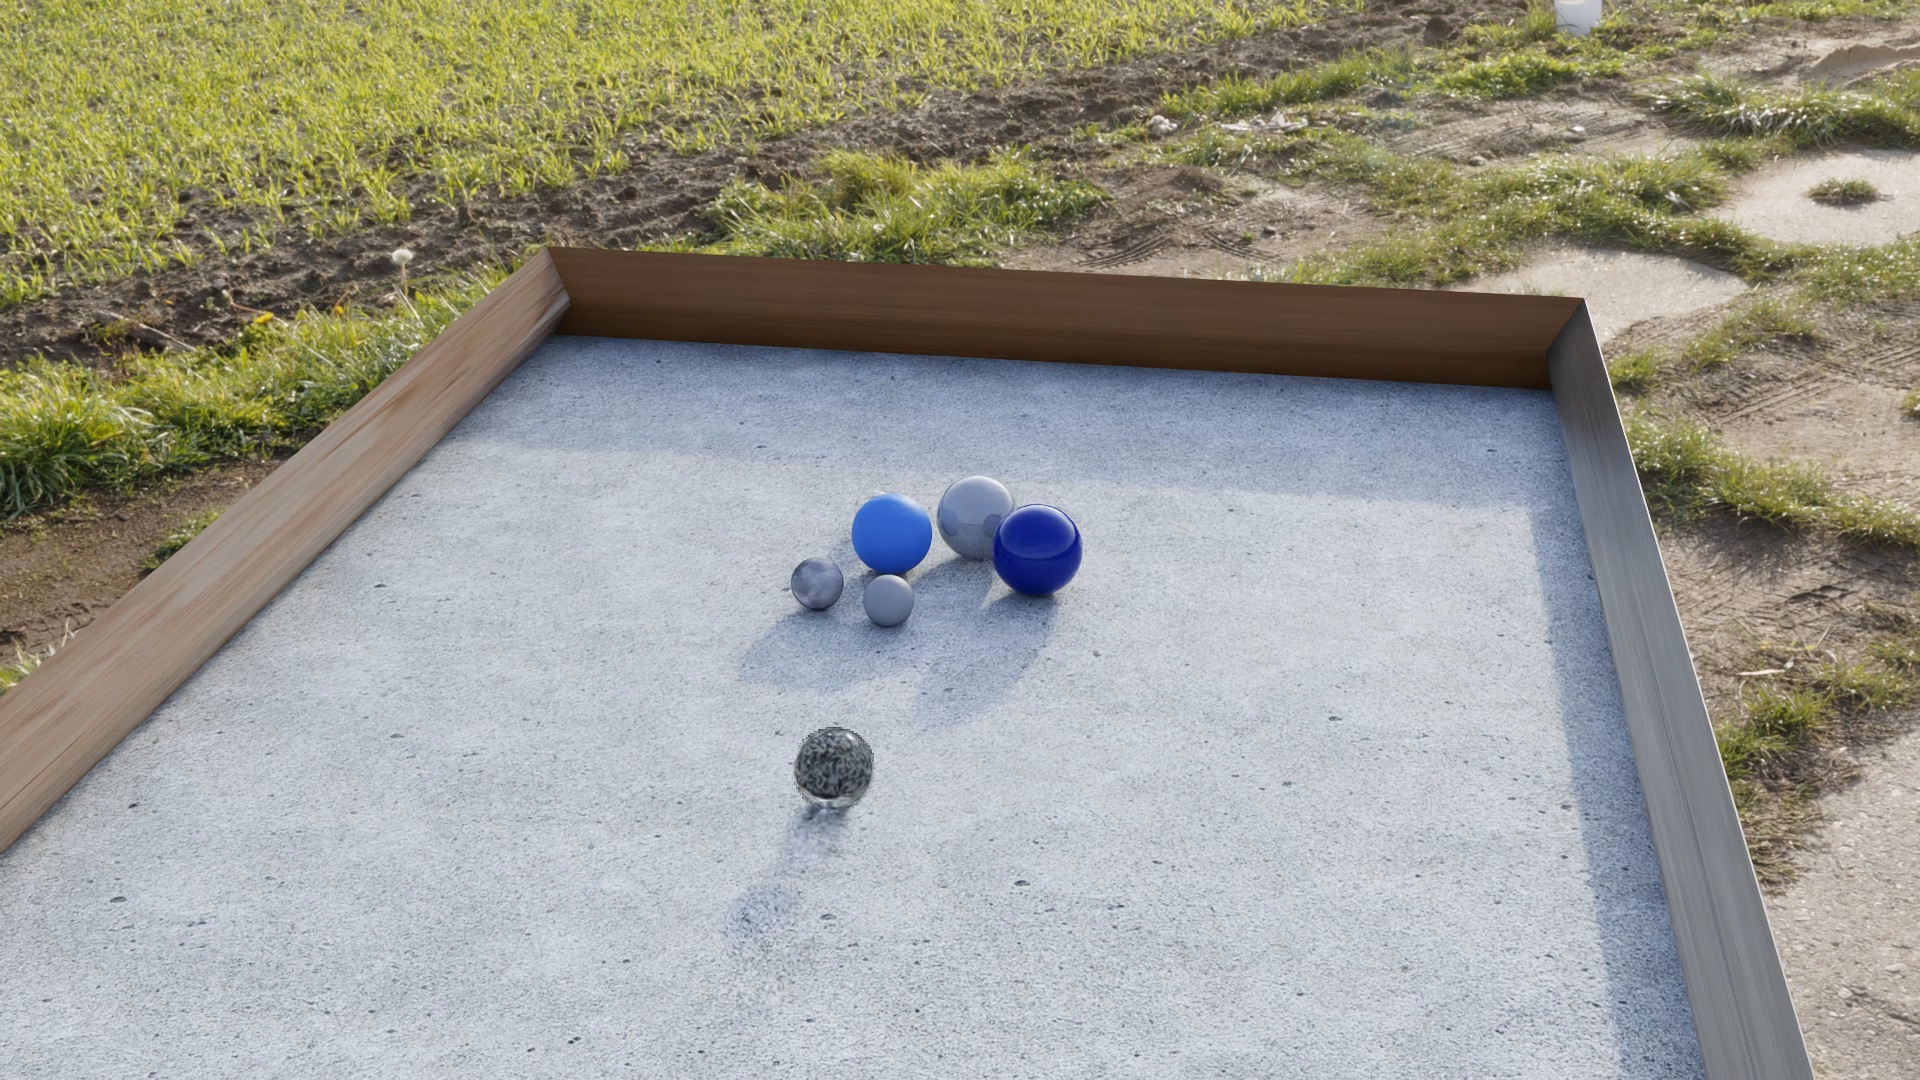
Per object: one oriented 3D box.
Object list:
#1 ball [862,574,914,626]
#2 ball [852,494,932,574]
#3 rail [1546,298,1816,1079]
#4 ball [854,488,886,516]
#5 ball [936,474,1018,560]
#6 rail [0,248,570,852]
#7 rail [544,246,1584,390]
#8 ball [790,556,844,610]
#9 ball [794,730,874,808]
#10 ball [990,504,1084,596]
[{"bbox_3d":[-0.070,0.059,2.160,0.050,0.050,0.050,0,24,0],"label":"ball"},{"bbox_3d":[-0.070,-0.006,2.267,0.084,0.084,0.084,0,24,0],"label":"ball"},{"bbox_3d":[0.531,0.286,1.559,0.045,0.121,2.668,4,24,9],"label":"rail"},{"bbox_3d":[-0.092,-0.033,2.376,0.044,0.044,0.044,0,24,0],"label":"ball"},{"bbox_3d":[0.019,-0.024,2.301,0.088,0.088,0.088,0,24,0],"label":"ball"},{"bbox_3d":[-0.755,0.197,1.759,0.045,0.121,2.668,4,24,9],"label":"rail"},{"bbox_3d":[0.108,-0.282,2.840,1.352,0.121,0.045,4,24,9],"label":"rail"},{"bbox_3d":[-0.142,0.043,2.193,0.053,0.053,0.053,0,24,0],"label":"ball"},{"bbox_3d":[-0.105,0.192,1.841,0.066,0.066,0.066,0,24,0],"label":"ball"},{"bbox_3d":[0.078,0.010,2.218,0.093,0.093,0.093,0,24,0],"label":"ball"}]
